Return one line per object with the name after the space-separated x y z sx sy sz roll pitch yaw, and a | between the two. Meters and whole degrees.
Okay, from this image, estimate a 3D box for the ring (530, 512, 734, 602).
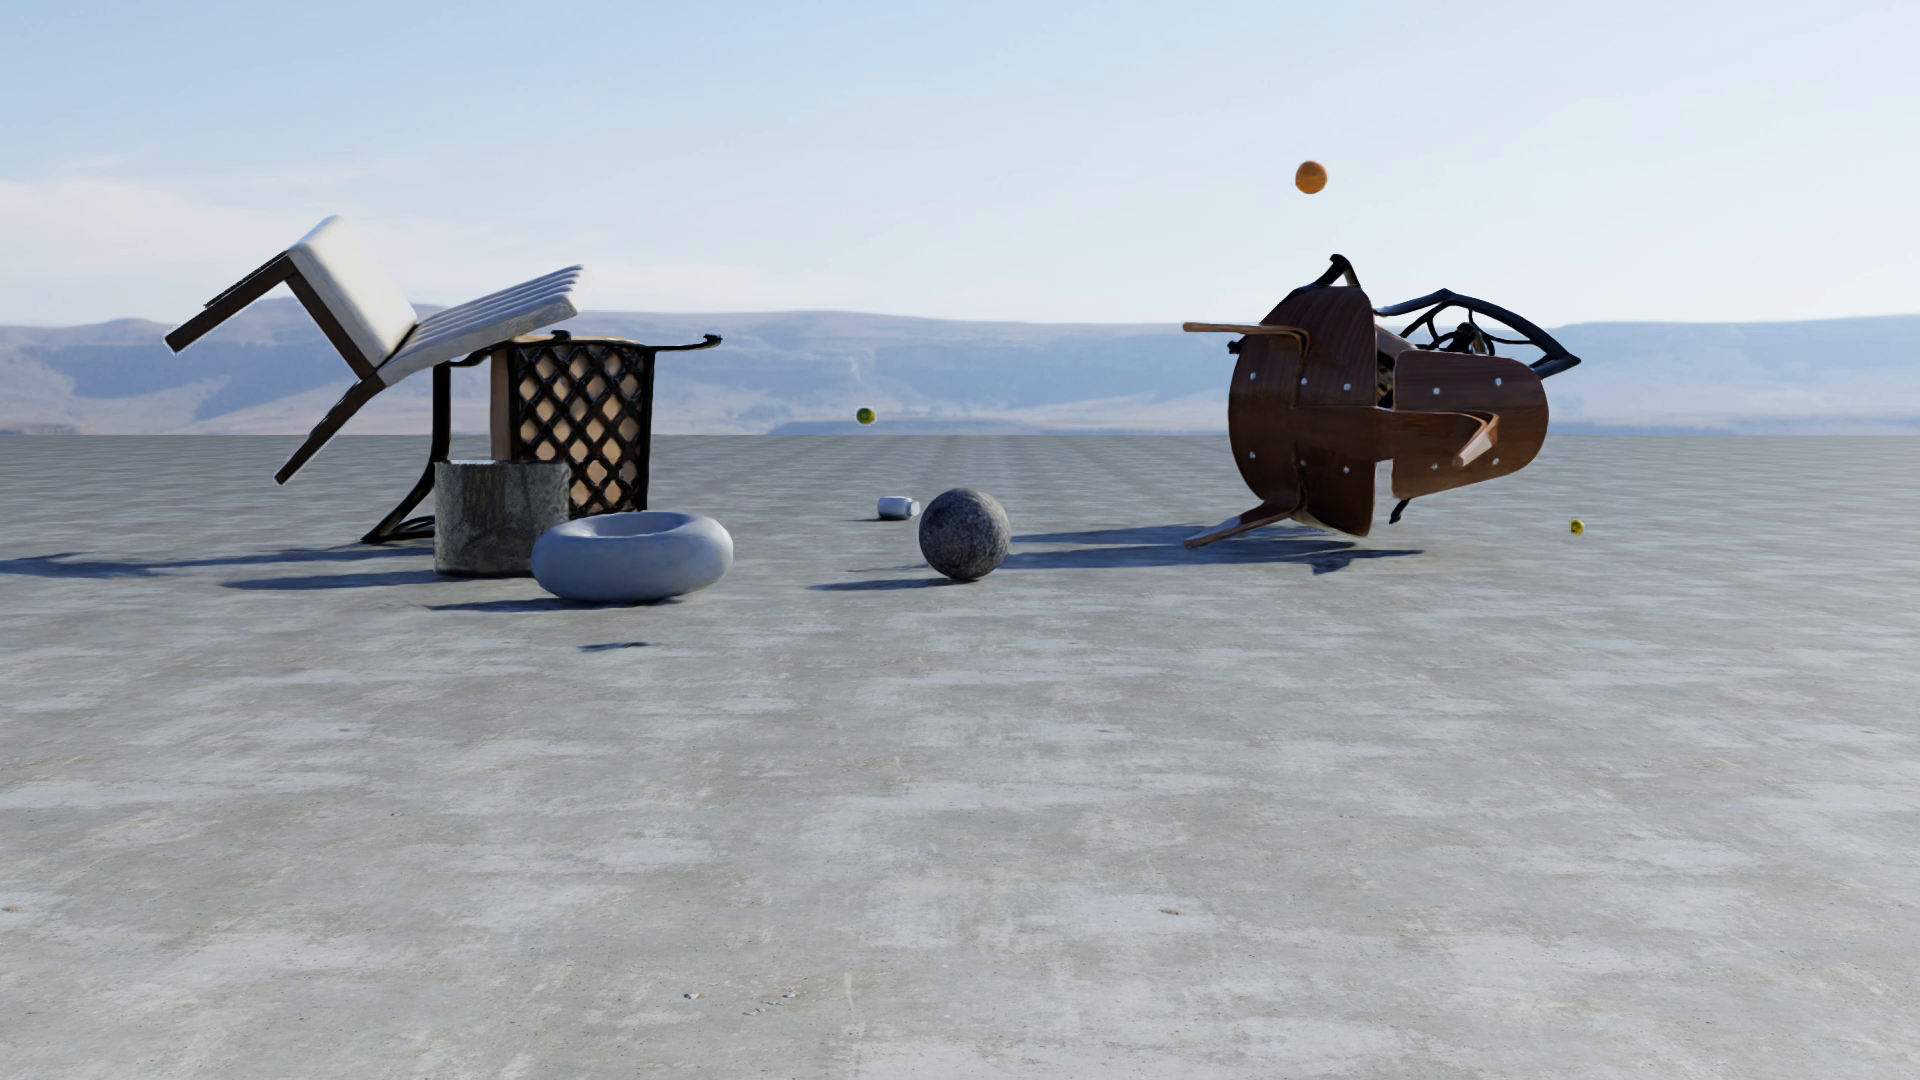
-0.698 0.035 4.683 0.432 0.147 0.215 -4 22 -5 | ring

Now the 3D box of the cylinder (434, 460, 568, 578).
-1.117 -0.055 5.363 0.320 0.271 0.343 -1 4 -21 | cylinder

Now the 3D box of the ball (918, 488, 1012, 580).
0.011 -0.015 5.171 0.218 0.218 0.218 0 4 0 | ball
